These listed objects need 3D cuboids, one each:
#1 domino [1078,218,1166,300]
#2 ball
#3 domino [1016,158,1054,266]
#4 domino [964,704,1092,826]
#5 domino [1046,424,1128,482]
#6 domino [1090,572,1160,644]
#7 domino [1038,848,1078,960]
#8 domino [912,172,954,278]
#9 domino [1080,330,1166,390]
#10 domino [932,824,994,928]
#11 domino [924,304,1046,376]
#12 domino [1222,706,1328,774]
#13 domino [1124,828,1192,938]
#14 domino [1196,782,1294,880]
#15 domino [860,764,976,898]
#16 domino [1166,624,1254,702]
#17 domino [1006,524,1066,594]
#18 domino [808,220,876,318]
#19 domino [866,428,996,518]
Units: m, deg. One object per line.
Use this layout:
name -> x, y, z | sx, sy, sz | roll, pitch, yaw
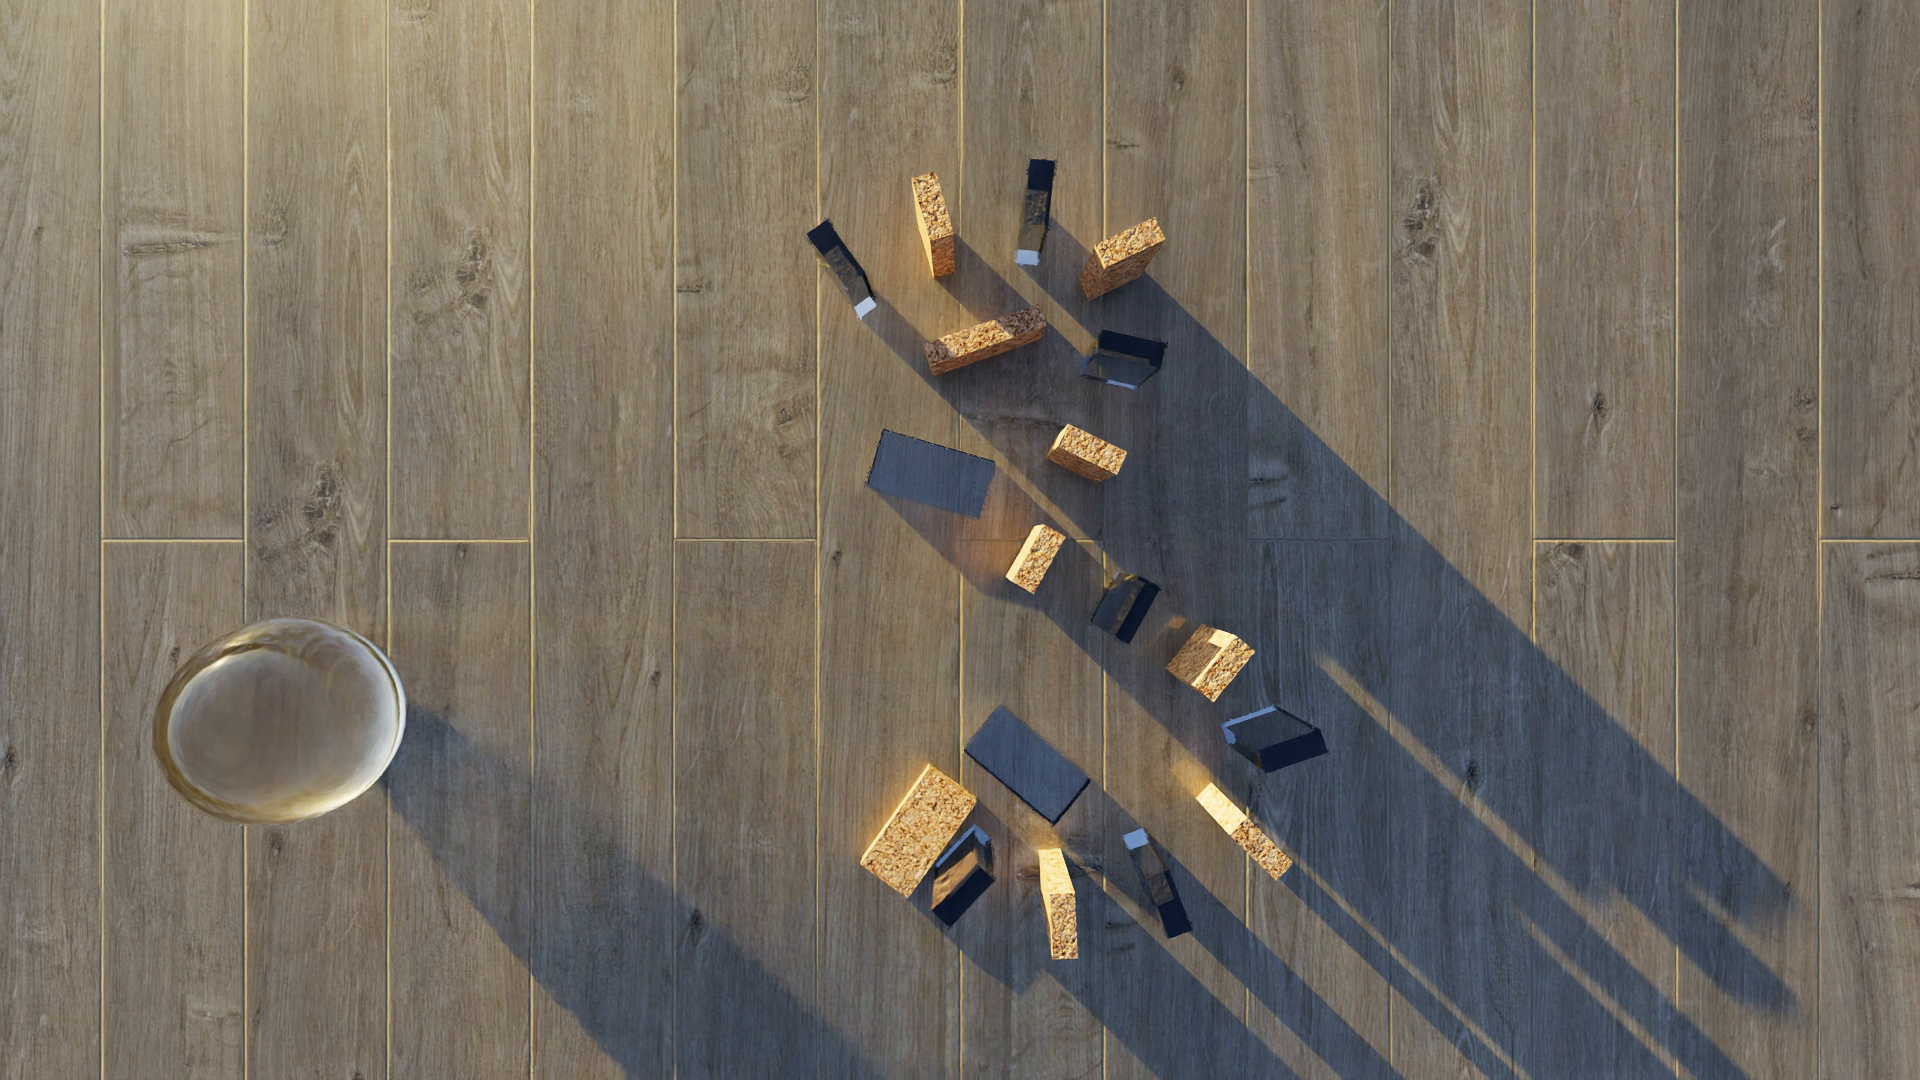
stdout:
domino -> 0.065, -0.114, 0.375 | 0.025, 0.050, 0.010 | -25, 90, 0
ball -> -0.264, 0.071, 0.360 | 0.080, 0.080, 0.080 | 0, 90, 0
domino -> 0.030, -0.133, 0.375 | 0.009, 0.050, 0.025 | 6, 90, 0
domino -> 0.029, 0.096, 0.395 | 0.050, 0.010, 0.025 | 39, 90, 0
domino -> 0.051, -0.035, 0.375 | 0.025, 0.050, 0.010 | 26, 90, 0
domino -> 0.067, 0.027, 0.375 | 0.009, 0.050, 0.025 | 29, 90, 0
domino -> 0.040, 0.148, 0.375 | 0.009, 0.050, 0.025 | -3, 90, 0
domino -> -0.010, -0.128, 0.375 | 0.009, 0.050, 0.025 | -16, 90, 0
domino -> 0.066, -0.073, 0.375 | 0.025, 0.050, 0.010 | 13, 90, 0
domino -> 0.001, 0.136, 0.375 | 0.010, 0.050, 0.025 | 44, 90, 0
domino -> 0.010, -0.084, 0.388 | 0.050, 0.025, 0.009 | -19, 90, 0
domino -> 0.127, 0.081, 0.375 | 0.025, 0.050, 0.009 | -19, 90, 0
domino -> 0.080, 0.139, 0.375 | 0.010, 0.050, 0.025 | -21, 90, 0
domino -> 0.115, 0.118, 0.375 | 0.025, 0.050, 0.009 | 44, 90, 0
domino -> -0.018, 0.125, 0.395 | 0.025, 0.010, 0.050 | 36, 90, 0
domino -> 0.101, 0.049, 0.375 | 0.010, 0.050, 0.025 | 39, 90, 0
domino -> 0.030, 0.007, 0.375 | 0.010, 0.050, 0.025 | 29, 90, 0
domino -> -0.047, -0.110, 0.375 | 0.010, 0.050, 0.025 | -36, 90, 0
domino -> -0.012, -0.029, 0.395 | 0.050, 0.010, 0.025 | 16, 90, 0
